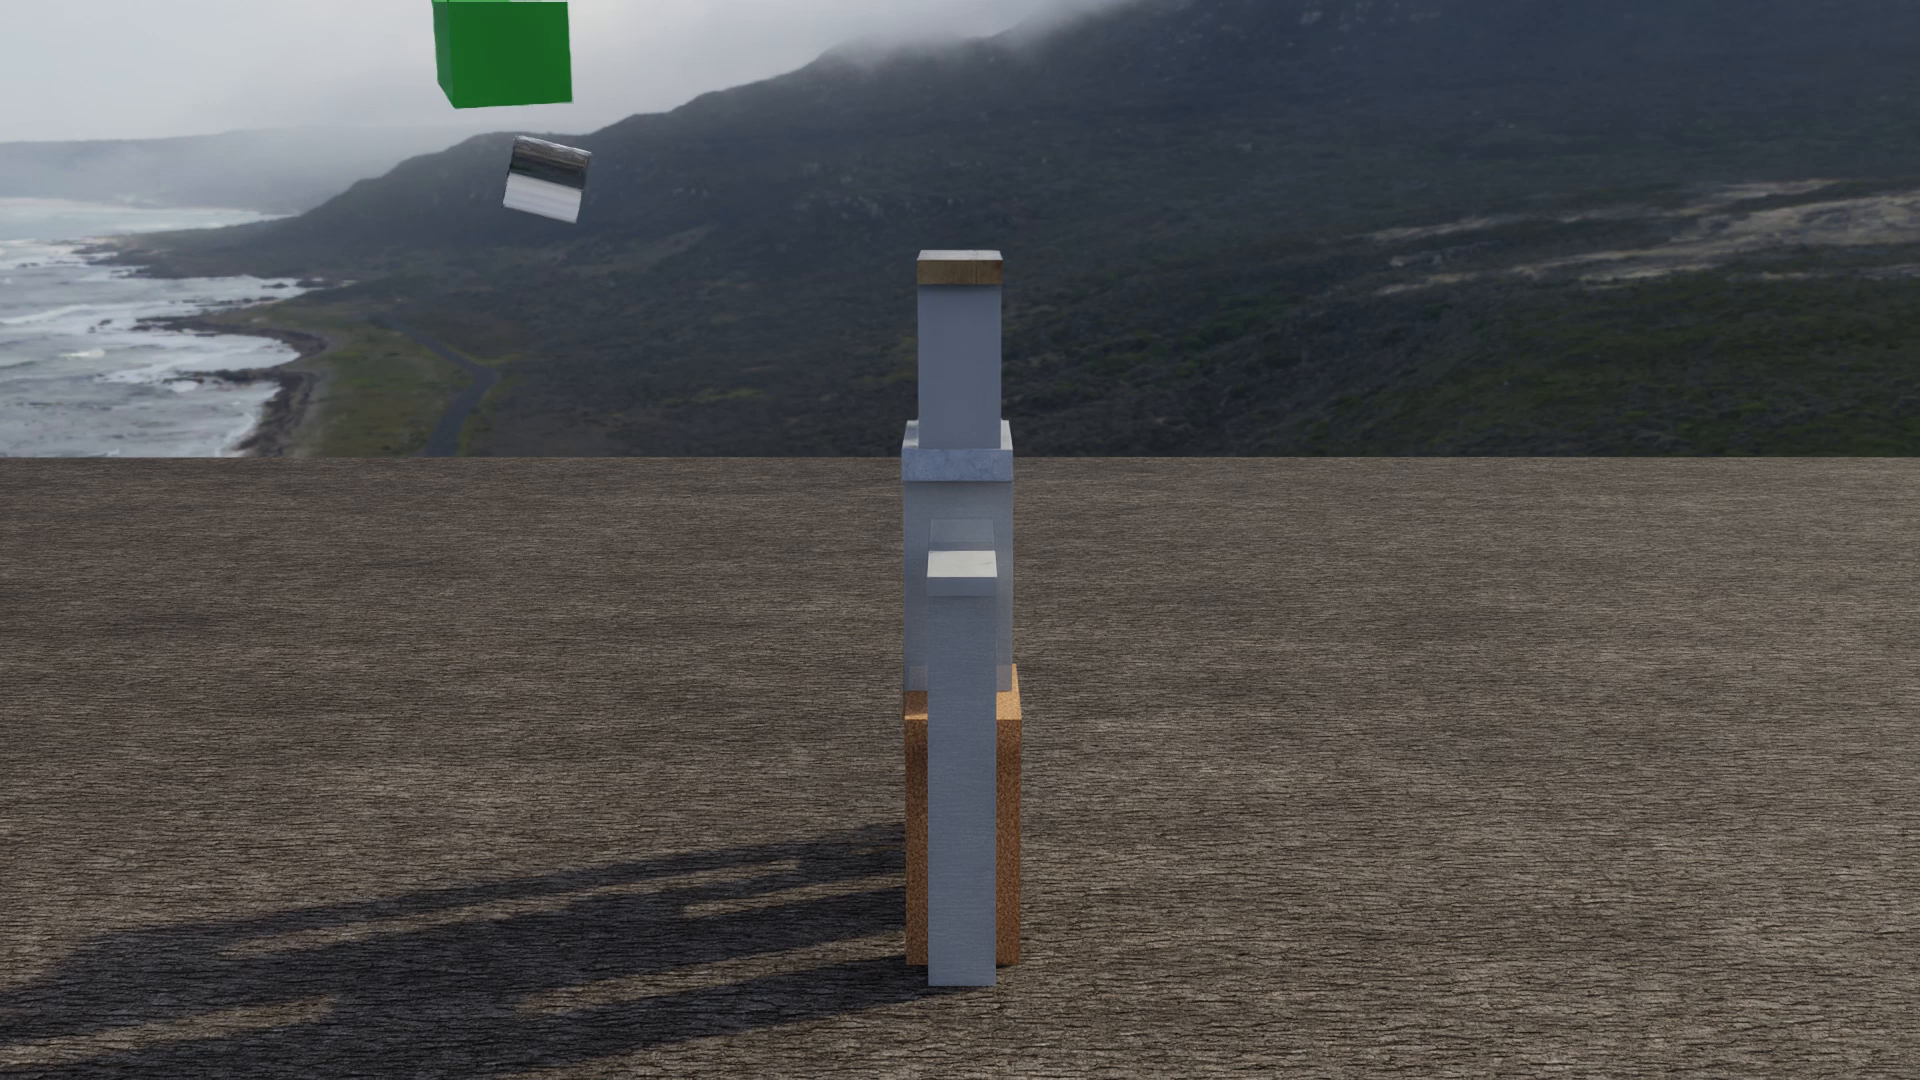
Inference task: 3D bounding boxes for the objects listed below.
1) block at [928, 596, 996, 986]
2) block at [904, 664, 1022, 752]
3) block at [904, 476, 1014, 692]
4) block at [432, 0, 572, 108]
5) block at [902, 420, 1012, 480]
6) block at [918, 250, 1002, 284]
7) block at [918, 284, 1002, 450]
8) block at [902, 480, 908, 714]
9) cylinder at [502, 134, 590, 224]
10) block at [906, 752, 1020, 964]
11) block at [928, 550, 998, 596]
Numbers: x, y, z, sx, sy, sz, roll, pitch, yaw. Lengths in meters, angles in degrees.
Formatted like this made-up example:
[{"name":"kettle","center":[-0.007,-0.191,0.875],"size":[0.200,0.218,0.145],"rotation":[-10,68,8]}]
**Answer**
[{"name":"block","center":[0.003,0.368,3.232],"size":[0.100,0.596,0.028],"rotation":[0,11,0]},{"name":"block","center":[0.005,0.258,3.426],"size":[0.173,0.049,0.346],"rotation":[0,11,0]},{"name":"block","center":[-0.003,0.065,3.408],"size":[0.168,0.336,0.048],"rotation":[0,11,0]},{"name":"block","center":[-1.125,-1.239,5.388],"size":[0.284,0.284,0.284],"rotation":[-7,26,-19]},{"name":"block","center":[-0.004,-0.144,3.484],"size":[0.168,0.048,0.336],"rotation":[0,11,0]},{"name":"block","center":[0.000,-0.417,3.359],"size":[0.125,0.035,0.249],"rotation":[0,11,0]},{"name":"block","center":[0.000,-0.263,3.308],"size":[0.125,0.249,0.035],"rotation":[0,13,0]},{"name":"block","center":[-0.009,0.083,3.639],"size":[0.168,0.455,0.048],"rotation":[0,11,3]},{"name":"cylinder","center":[-1.183,-1.030,6.287],"size":[0.212,0.212,0.212],"rotation":[12,8,-12]},{"name":"block","center":[0.005,0.473,3.348],"size":[0.173,0.347,0.049],"rotation":[0,11,0]},{"name":"block","center":[0.003,0.049,3.241],"size":[0.100,0.028,0.201],"rotation":[0,11,0]}]
